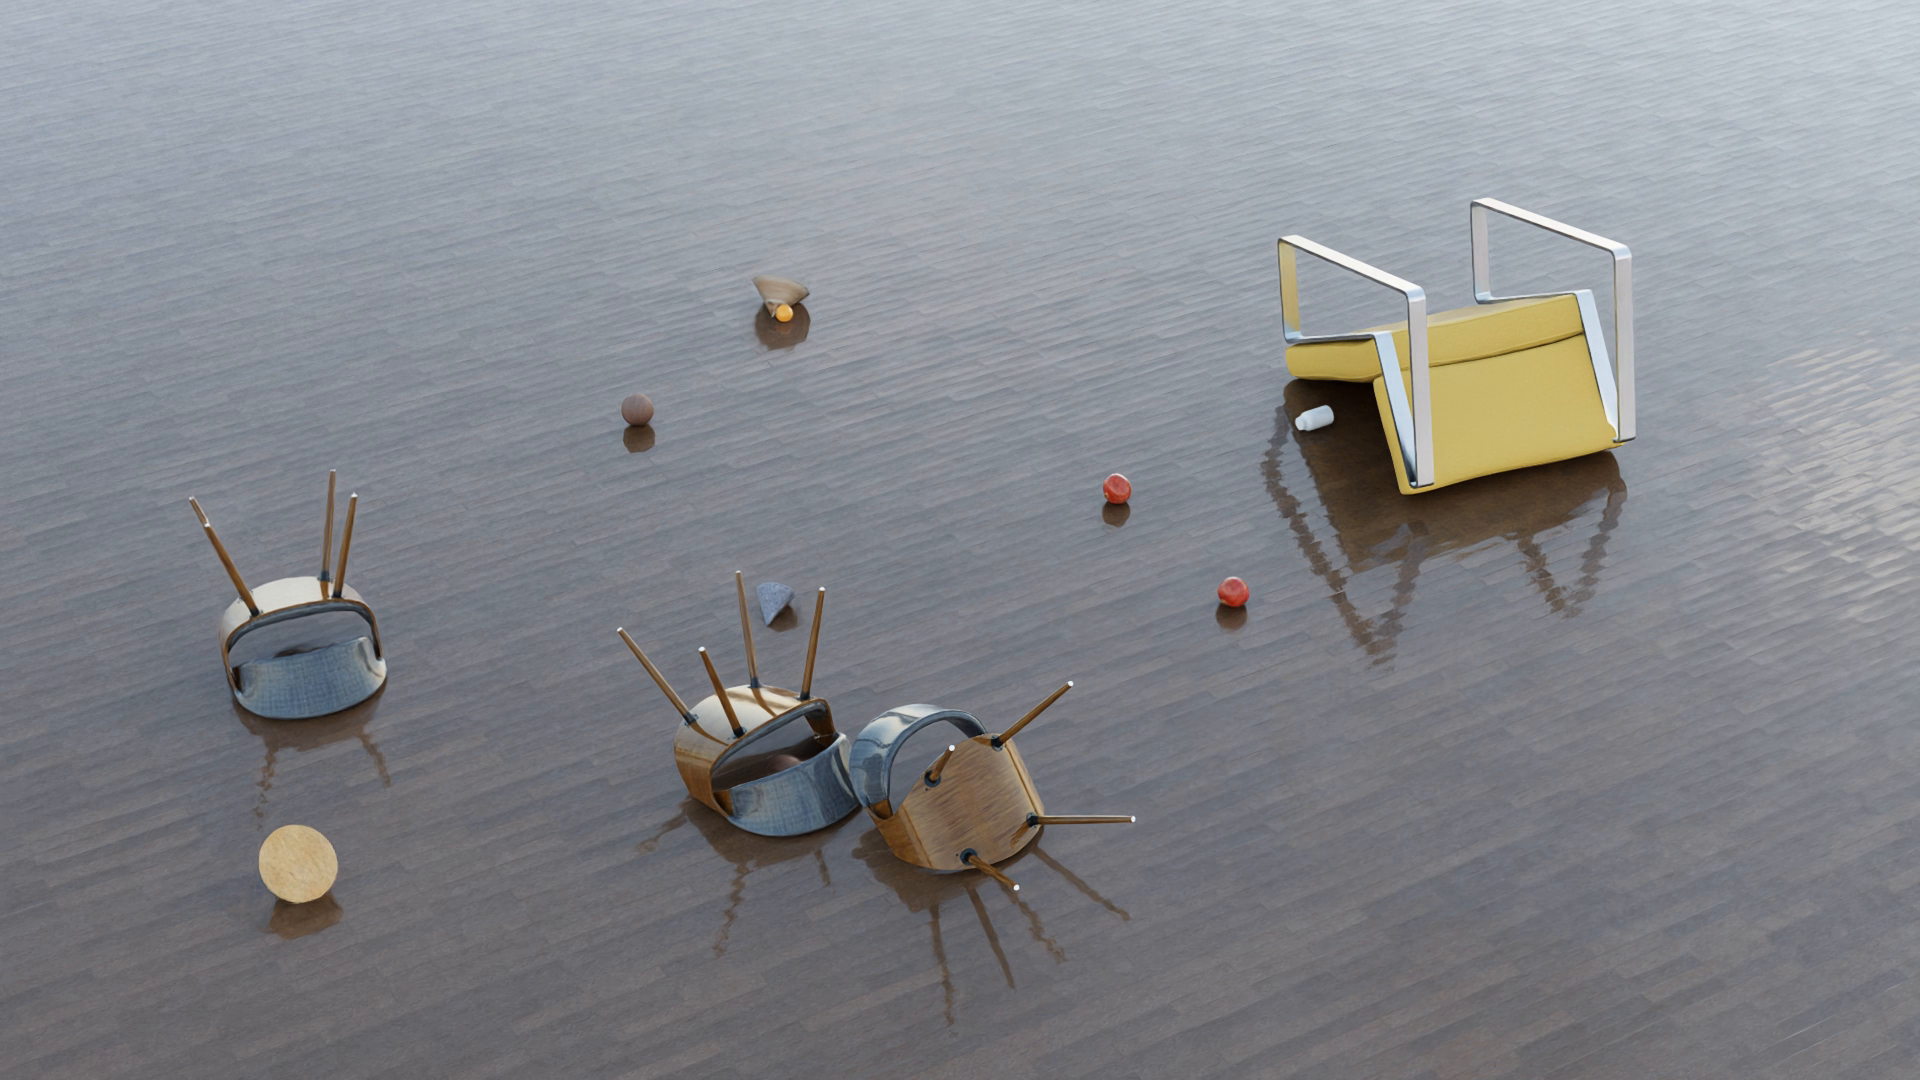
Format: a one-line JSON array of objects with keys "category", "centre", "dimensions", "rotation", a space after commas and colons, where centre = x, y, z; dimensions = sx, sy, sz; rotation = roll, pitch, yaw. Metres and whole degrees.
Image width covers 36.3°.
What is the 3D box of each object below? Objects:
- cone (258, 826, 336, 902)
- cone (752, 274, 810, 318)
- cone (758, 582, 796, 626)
[{"category": "cone", "centre": [-2.111, 1.001, 9.321], "dimensions": [0.234, 0.256, 0.263], "rotation": [-35, 14, -9]}, {"category": "cone", "centre": [-0.775, -1.006, 12.387], "dimensions": [0.250, 0.236, 0.144], "rotation": [13, 75, 3]}, {"category": "cone", "centre": [-0.676, 0.249, 10.519], "dimensions": [0.146, 0.110, 0.156], "rotation": [1, 52, 17]}]
